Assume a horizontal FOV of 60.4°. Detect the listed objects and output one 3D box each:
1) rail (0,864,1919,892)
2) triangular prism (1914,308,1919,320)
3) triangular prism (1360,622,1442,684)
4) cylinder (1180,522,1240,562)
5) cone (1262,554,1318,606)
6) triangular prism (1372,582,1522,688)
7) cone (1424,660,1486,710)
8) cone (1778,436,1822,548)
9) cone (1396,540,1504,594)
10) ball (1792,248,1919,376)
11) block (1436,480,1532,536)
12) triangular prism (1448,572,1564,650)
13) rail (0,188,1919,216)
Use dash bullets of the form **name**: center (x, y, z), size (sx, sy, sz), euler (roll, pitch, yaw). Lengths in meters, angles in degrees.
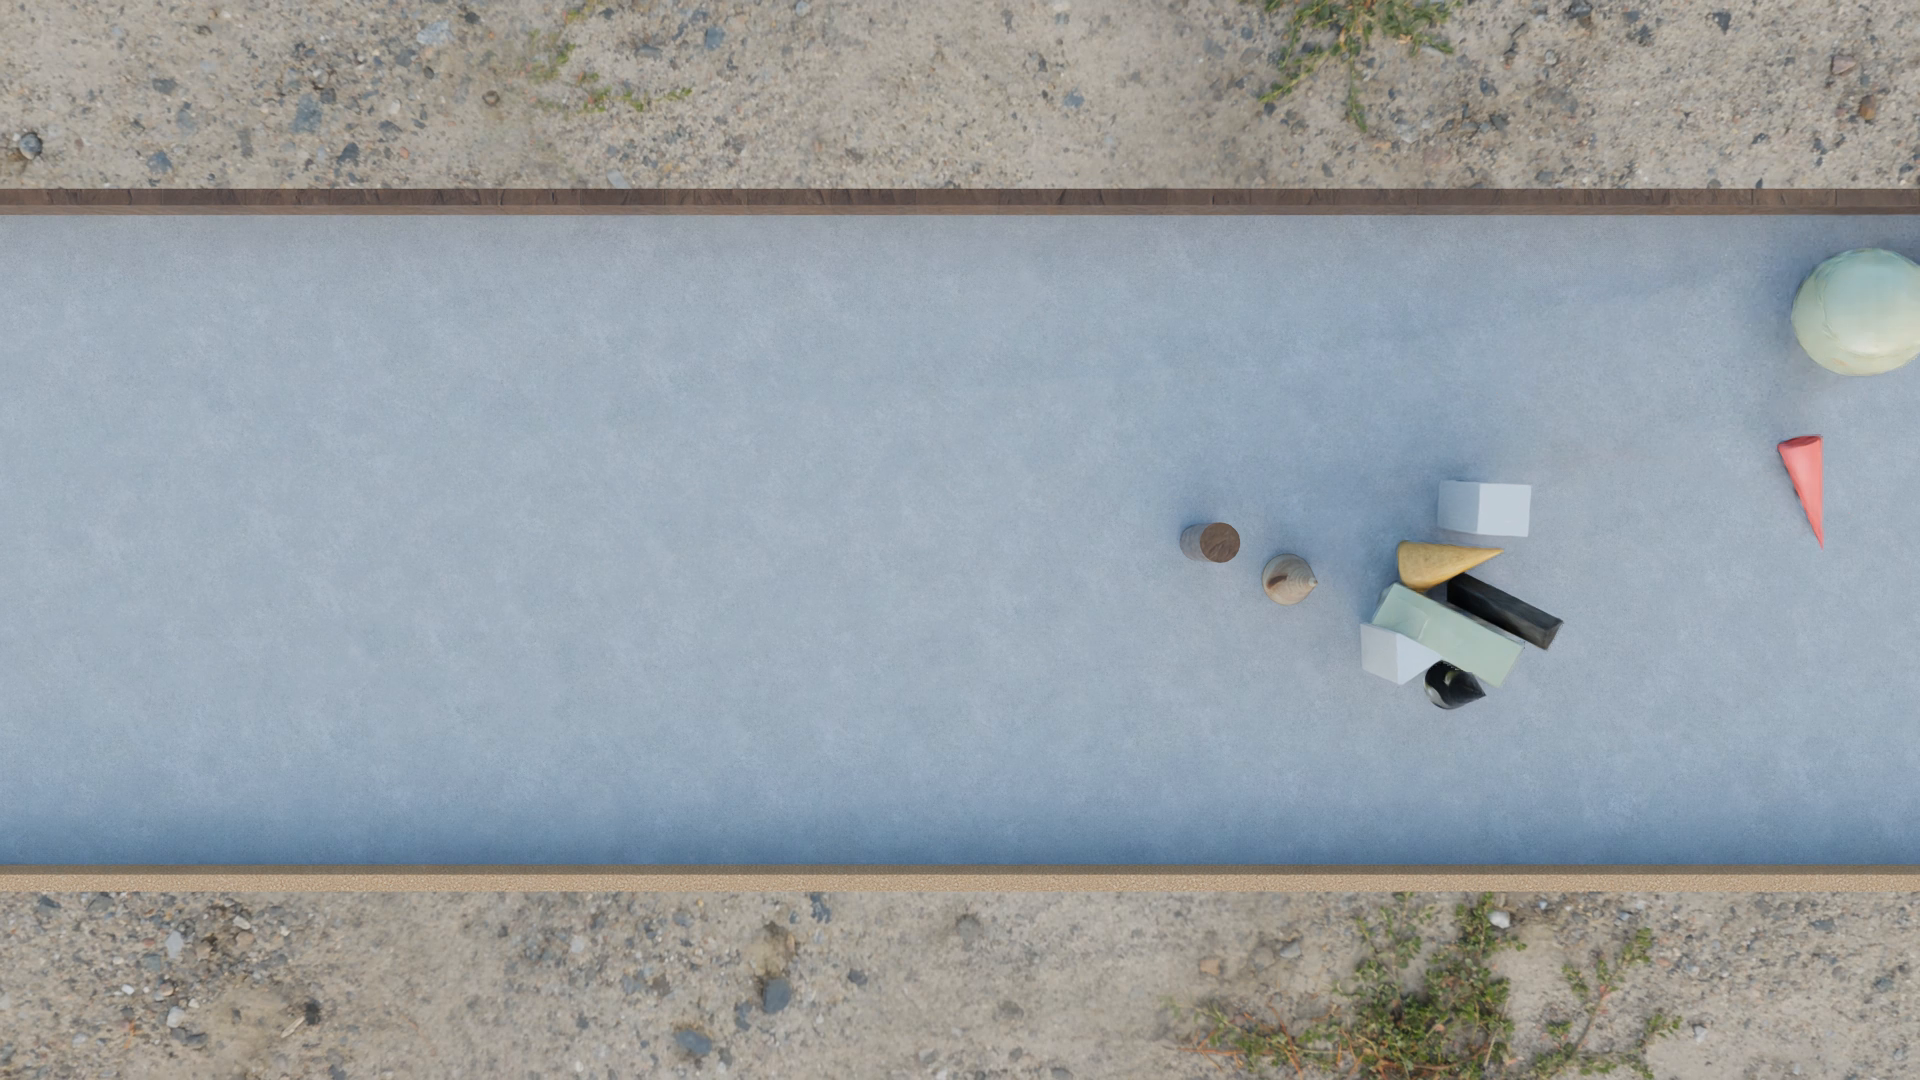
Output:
- **rail**: center (-2.247, 1.025, 5.001), size (12.000, 0.150, 0.050), euler (0, 90, 0)
- **triangular prism**: center (3.039, -0.808, 4.976), size (0.324, 0.155, 0.135), euler (-46, 122, 0)
- **triangular prism**: center (1.271, 0.312, 4.879), size (0.147, 0.390, 0.127), euler (-33, 92, 0)
- **cylinder**: center (0.733, 0.008, 4.863), size (0.114, 0.428, 0.114), euler (0, 90, 0)
- **cone**: center (1.008, 0.121, 4.858), size (0.160, 0.438, 0.160), euler (0, 90, 0)
- **triangular prism**: center (1.468, 0.262, 4.954), size (0.416, 0.147, 0.127), euler (27, 135, 6)
- **cone**: center (1.507, 0.445, 4.899), size (0.157, 0.355, 0.157), euler (0, 90, 0)
- **cone**: center (2.603, -0.132, 5.046), size (0.119, 0.119, 0.351), euler (-17, 100, 0)
- **cone**: center (1.482, 0.057, 4.918), size (0.304, 0.171, 0.171), euler (-14, 90, 36)
- **ball**: center (2.676, -0.674, 4.887), size (0.378, 0.378, 0.378), euler (0, 90, 0)
- **block**: center (1.546, -0.097, 4.882), size (0.146, 0.379, 0.146), euler (3, 93, -1)
- **triangular prism**: center (1.623, 0.204, 4.946), size (0.333, 0.086, 0.099), euler (30, 93, 33)
- **rail**: center (-2.247, -1.025, 5.002), size (12.000, 0.150, 0.050), euler (0, 90, 0)
